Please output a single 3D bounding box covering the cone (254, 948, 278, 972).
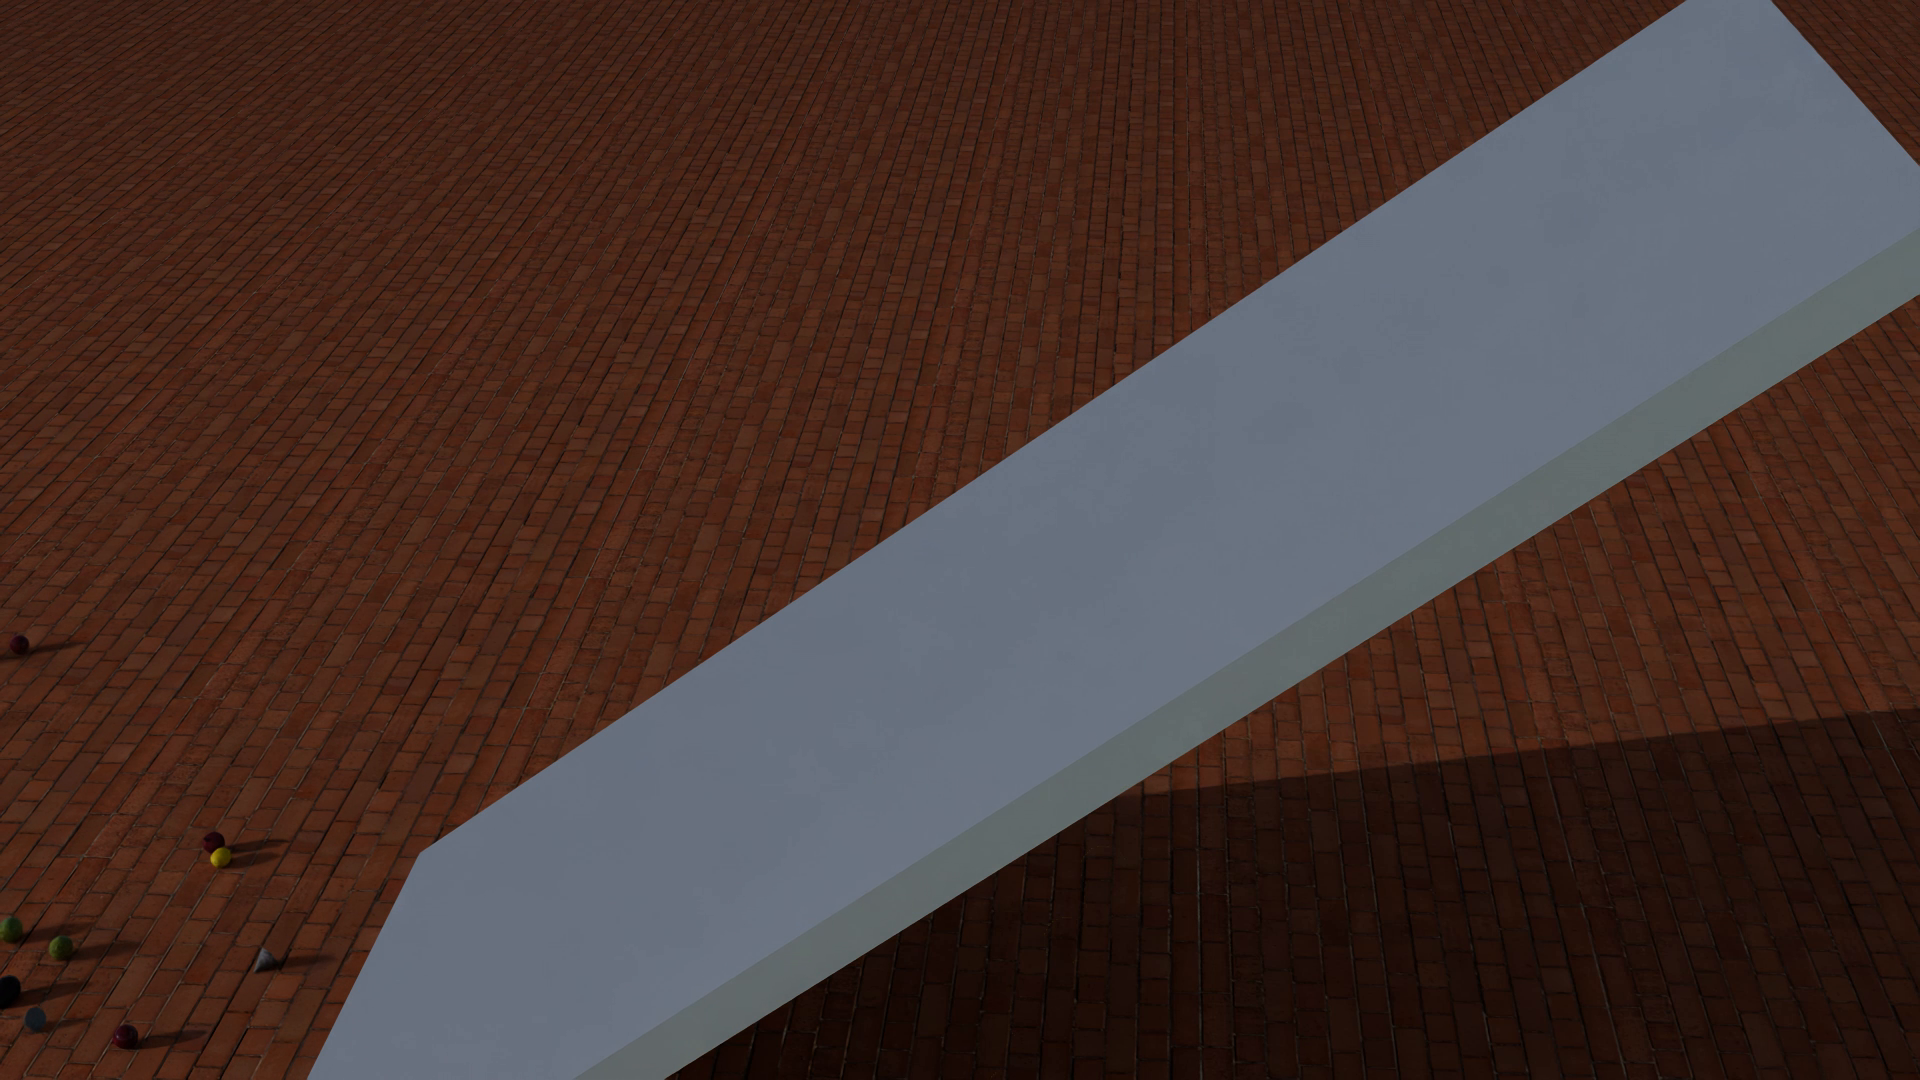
[{"bbox_3d":[-1.752,1.066,7.377,0.059,0.059,0.059,20,56,40],"label":"cone"}]

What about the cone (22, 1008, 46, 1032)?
[{"bbox_3d":[-2.258,1.167,7.130,0.059,0.059,0.059,-18,9,35],"label":"cone"}]

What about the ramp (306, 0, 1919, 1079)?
[{"bbox_3d":[0.131,0.177,6.317,4.000,0.100,2.000,-34,16,16],"label":"ramp"}]
